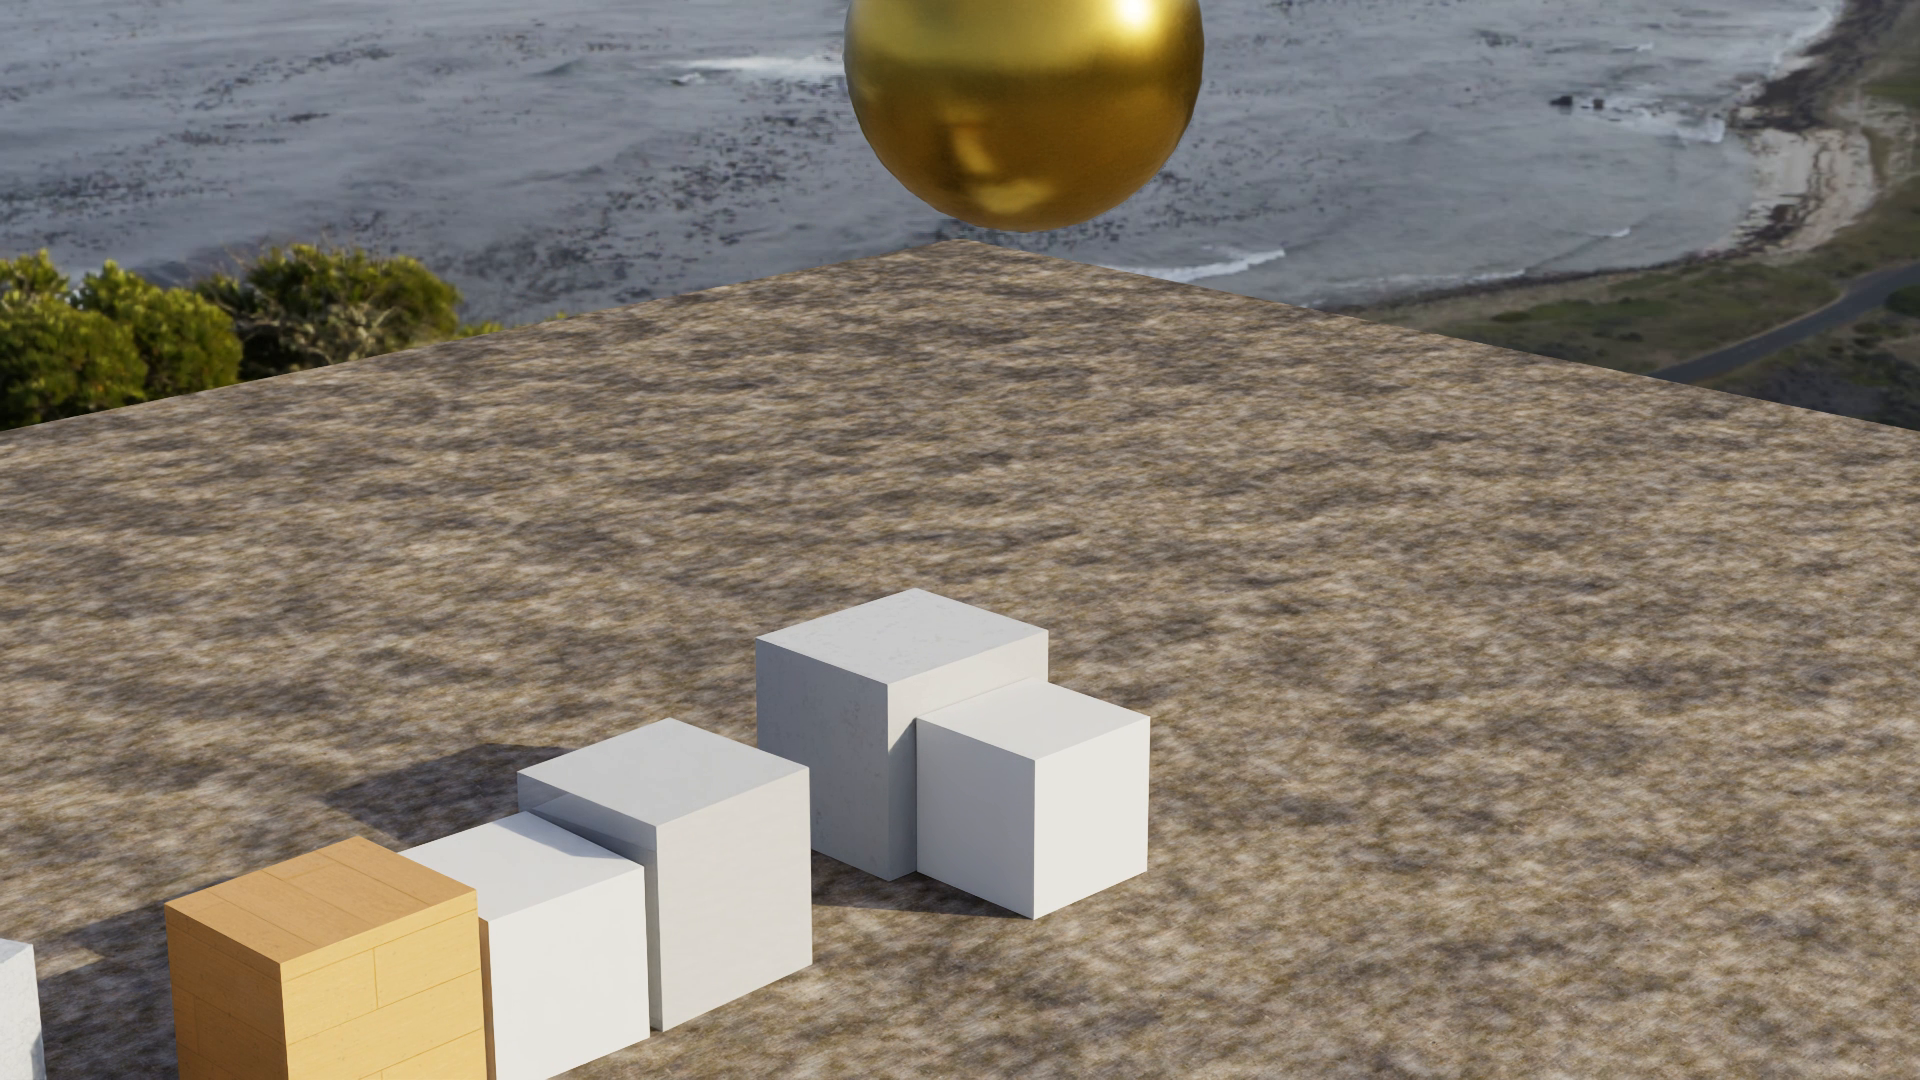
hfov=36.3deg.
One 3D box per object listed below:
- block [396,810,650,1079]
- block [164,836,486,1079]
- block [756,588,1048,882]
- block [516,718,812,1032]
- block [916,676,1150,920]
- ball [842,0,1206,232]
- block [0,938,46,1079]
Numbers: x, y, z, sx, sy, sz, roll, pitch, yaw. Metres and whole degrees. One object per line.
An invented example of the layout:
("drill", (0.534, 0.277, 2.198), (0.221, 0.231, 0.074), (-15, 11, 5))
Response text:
("block", (-1.807, 1.653, 11.829), (0.749, 0.753, 0.798), (-16, 24, -41))
("block", (-2.408, 1.775, 11.188), (0.756, 0.904, 0.880), (16, 23, 41))
("block", (-0.271, 0.897, 13.895), (1.045, 0.957, 0.897), (-17, 24, -42))
("block", (-1.242, 1.392, 12.405), (0.868, 0.906, 0.857), (15, 23, 40))
("block", (0.331, 1.162, 13.382), (0.754, 0.758, 0.743), (-17, 24, -42))
("ball", (0.281, -2.163, 12.956), (1.600, 1.600, 1.600), (0, 17, 0))
("block", (-3.971, 1.975, 10.605), (0.898, 0.873, 0.901), (6, 19, 20))
